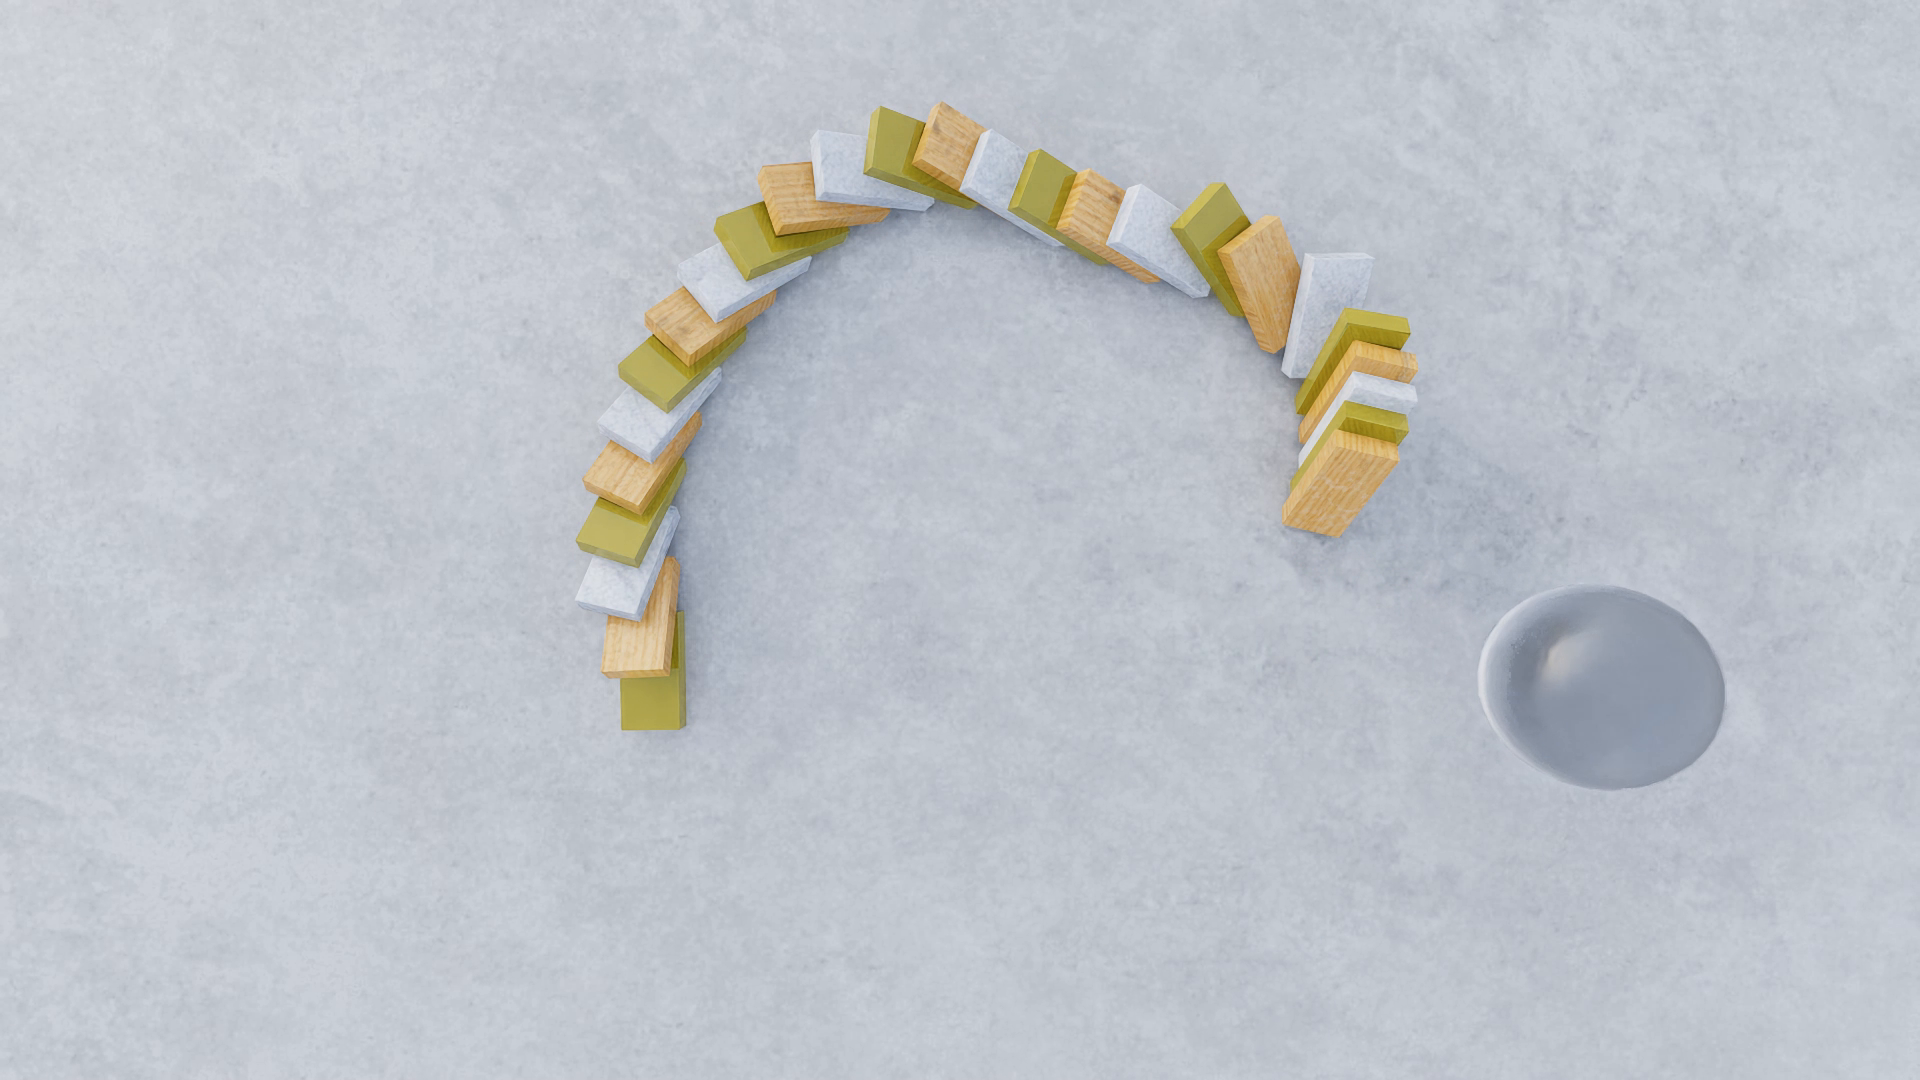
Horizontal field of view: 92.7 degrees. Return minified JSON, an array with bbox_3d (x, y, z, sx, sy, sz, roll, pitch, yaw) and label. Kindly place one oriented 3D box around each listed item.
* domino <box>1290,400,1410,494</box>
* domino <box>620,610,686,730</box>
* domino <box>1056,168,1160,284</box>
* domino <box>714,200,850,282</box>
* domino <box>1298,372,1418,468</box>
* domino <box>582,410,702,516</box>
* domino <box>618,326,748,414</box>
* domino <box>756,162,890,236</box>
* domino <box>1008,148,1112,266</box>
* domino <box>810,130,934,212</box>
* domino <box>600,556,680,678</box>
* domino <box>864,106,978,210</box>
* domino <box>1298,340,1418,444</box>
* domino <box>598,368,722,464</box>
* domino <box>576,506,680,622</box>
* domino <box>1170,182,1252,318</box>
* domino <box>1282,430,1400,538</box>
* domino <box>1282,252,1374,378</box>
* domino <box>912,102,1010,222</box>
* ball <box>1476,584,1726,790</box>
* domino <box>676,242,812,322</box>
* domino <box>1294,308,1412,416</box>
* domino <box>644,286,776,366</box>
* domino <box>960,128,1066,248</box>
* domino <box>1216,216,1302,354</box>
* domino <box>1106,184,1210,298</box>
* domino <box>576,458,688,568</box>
[{"bbox_3d":[0.159,-0.034,0.377,0.025,0.050,0.010,13,53,0],"label":"domino"},{"bbox_3d":[-0.132,0.056,0.395,0.025,0.010,0.050,-1,90,0],"label":"domino"},{"bbox_3d":[0.067,-0.131,0.385,0.050,0.010,0.025,21,90,-27],"label":"domino"},{"bbox_3d":[-0.074,-0.130,0.384,0.050,0.010,0.025,-33,90,-28],"label":"domino"},{"bbox_3d":[0.162,-0.045,0.377,0.025,0.050,0.010,13,53,0],"label":"domino"},{"bbox_3d":[-0.132,-0.037,0.384,0.025,0.010,0.050,25,63,0],"label":"domino"},{"bbox_3d":[-0.116,-0.079,0.384,0.025,0.009,0.050,37,63,0],"label":"domino"},{"bbox_3d":[-0.057,-0.144,0.384,0.050,0.010,0.025,-19,90,-30],"label":"domino"},{"bbox_3d":[0.047,-0.139,0.384,0.050,0.009,0.025,21,90,-27],"label":"domino"},{"bbox_3d":[-0.036,-0.154,0.384,0.050,0.010,0.025,-6,90,-29],"label":"domino"},{"bbox_3d":[-0.133,0.032,0.385,0.025,0.009,0.050,-2,64,-1],"label":"domino"},{"bbox_3d":[-0.014,-0.159,0.384,0.050,0.010,0.025,8,89,-28],"label":"domino"},{"bbox_3d":[0.163,-0.058,0.377,0.025,0.050,0.009,13,53,0],"label":"domino"},{"bbox_3d":[-0.125,-0.059,0.384,0.025,0.009,0.050,31,63,0],"label":"domino"},{"bbox_3d":[-0.139,0.007,0.385,0.025,0.009,0.050,13,64,0],"label":"domino"},{"bbox_3d":[0.112,-0.121,0.383,0.025,0.009,0.050,-48,119,-1],"label":"domino"},{"bbox_3d":[0.155,-0.022,0.377,0.025,0.050,0.010,13,53,0],"label":"domino"},{"bbox_3d":[0.153,-0.093,0.382,0.025,0.009,0.050,-2,121,-5],"label":"domino"},{"bbox_3d":[0.007,-0.158,0.384,0.050,0.009,0.025,20,87,-28],"label":"domino"},{"bbox_3d":[0.249,0.057,0.360,0.080,0.080,0.080,0,90,0],"label":"ball"},{"bbox_3d":[-0.090,-0.114,0.384,0.050,0.010,0.025,-40,90,-27],"label":"domino"},{"bbox_3d":[0.160,-0.071,0.377,0.025,0.050,0.010,10,53,0],"label":"domino"},{"bbox_3d":[-0.104,-0.097,0.384,0.025,0.009,0.050,43,62,0],"label":"domino"},{"bbox_3d":[0.027,-0.146,0.384,0.050,0.009,0.025,21,90,-28],"label":"domino"},{"bbox_3d":[0.130,-0.107,0.384,0.025,0.010,0.050,-37,119,0],"label":"domino"},{"bbox_3d":[0.087,-0.125,0.385,0.050,0.010,0.025,21,90,-27],"label":"domino"},{"bbox_3d":[-0.137,-0.015,0.384,0.025,0.010,0.050,17,63,0],"label":"domino"}]
